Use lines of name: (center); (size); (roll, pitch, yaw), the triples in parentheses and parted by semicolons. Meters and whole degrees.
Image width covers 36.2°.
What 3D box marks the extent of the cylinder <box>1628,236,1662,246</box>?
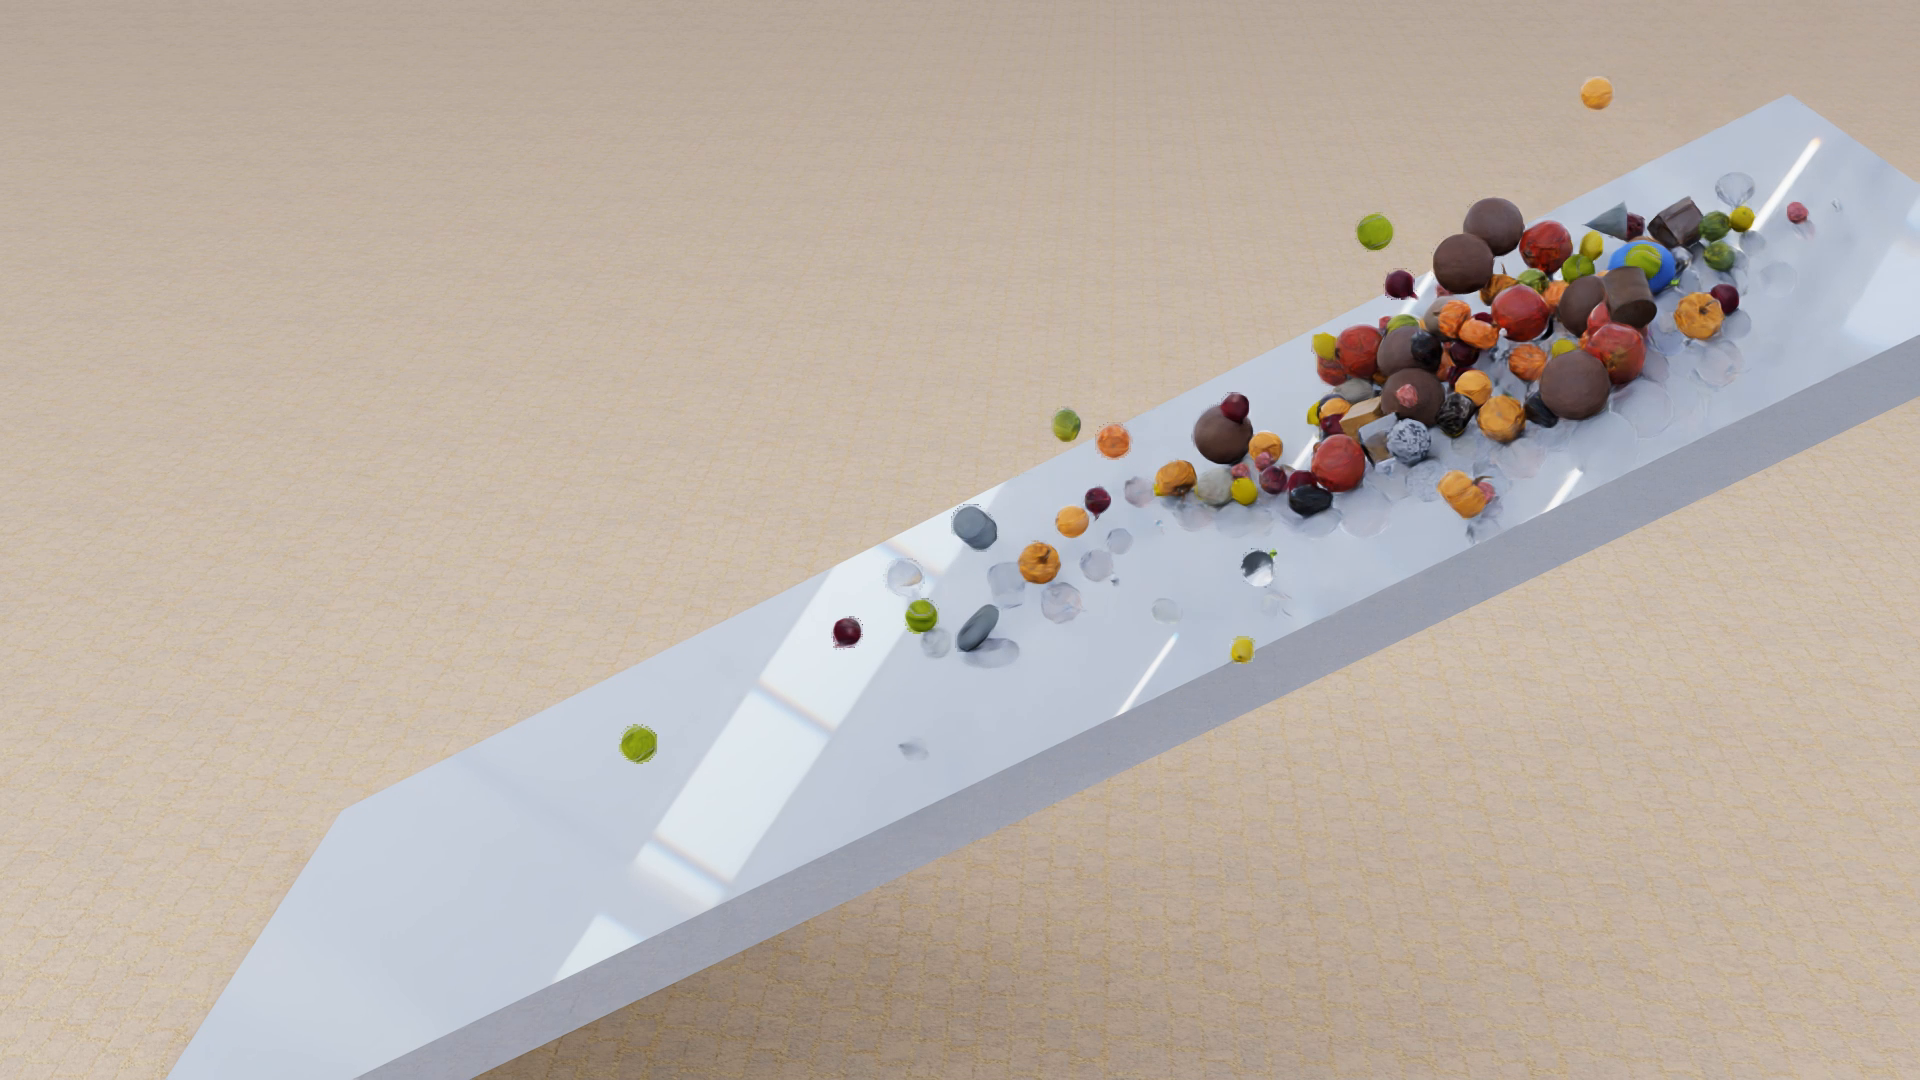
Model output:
cylinder: (1.394, -0.575, 6.026); (0.082, 0.082, 0.082); (1, -8, 4)

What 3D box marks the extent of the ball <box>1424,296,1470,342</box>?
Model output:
ball: (1.004, -0.455, 6.060); (0.096, 0.096, 0.096); (0, 17, 0)

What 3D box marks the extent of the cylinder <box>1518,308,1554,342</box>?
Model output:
cylinder: (1.187, -0.443, 6.064); (0.060, 0.060, 0.060); (-1, 14, -3)

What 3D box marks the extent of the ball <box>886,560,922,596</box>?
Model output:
ball: (-0.127, 0.087, 6.706); (0.084, 0.084, 0.084); (0, 17, 0)

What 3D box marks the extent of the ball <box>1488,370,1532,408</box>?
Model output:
ball: (1.085, -0.291, 5.804); (0.088, 0.088, 0.088); (0, 17, 0)

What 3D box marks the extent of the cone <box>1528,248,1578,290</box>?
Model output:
cone: (1.295, -0.570, 6.338); (0.097, 0.097, 0.097); (-12, 31, -35)

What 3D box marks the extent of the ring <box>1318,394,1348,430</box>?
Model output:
ring: (0.787, -0.272, 6.219); (0.026, 0.078, 0.078); (1, 12, -41)

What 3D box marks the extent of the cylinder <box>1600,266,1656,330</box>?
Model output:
cylinder: (1.272, -0.461, 5.595); (0.088, 0.088, 0.088); (-2, 54, -7)

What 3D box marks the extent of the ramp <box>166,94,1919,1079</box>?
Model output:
ramp: (0.141, 0.167, 6.281); (4.000, 0.100, 2.000); (-26, 14, 11)

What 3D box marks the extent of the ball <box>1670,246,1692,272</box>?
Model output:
ball: (1.466, -0.571, 5.991); (0.053, 0.053, 0.053); (0, 17, 0)

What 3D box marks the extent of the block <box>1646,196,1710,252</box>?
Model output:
block: (1.489, -0.648, 6.098); (0.080, 0.080, 0.080); (-30, -12, -13)

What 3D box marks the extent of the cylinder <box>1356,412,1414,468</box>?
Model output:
cylinder: (0.842, -0.200, 5.825); (0.085, 0.085, 0.085); (-25, 11, 16)

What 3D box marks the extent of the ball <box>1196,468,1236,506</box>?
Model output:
ball: (0.532, -0.109, 6.119); (0.081, 0.081, 0.081); (0, 17, 0)

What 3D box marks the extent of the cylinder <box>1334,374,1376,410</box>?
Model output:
cylinder: (0.840, -0.309, 6.251); (0.069, 0.069, 0.069); (-29, 19, 0)

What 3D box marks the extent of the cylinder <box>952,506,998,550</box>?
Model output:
cylinder: (0.035, -0.027, 6.648); (0.078, 0.078, 0.078); (9, -14, 27)

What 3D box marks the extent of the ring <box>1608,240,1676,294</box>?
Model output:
ring: (1.375, -0.548, 5.929); (0.134, 0.134, 0.045); (4, 50, 11)

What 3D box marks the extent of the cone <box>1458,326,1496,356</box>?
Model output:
cone: (1.098, -0.416, 6.202); (0.071, 0.071, 0.071); (12, 21, 28)

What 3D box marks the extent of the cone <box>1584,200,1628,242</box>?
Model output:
cone: (1.332, -0.654, 6.076); (0.087, 0.087, 0.087); (-4, 16, 11)

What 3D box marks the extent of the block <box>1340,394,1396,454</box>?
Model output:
block: (0.836, -0.233, 5.960); (0.082, 0.082, 0.082); (-17, 18, 40)

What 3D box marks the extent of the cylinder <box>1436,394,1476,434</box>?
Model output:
cylinder: (0.946, -0.240, 5.615); (0.057, 0.057, 0.057); (11, 43, 32)

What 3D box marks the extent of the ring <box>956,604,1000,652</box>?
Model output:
ring: (0.037, 0.182, 6.092); (0.038, 0.115, 0.115); (41, 15, -9)
